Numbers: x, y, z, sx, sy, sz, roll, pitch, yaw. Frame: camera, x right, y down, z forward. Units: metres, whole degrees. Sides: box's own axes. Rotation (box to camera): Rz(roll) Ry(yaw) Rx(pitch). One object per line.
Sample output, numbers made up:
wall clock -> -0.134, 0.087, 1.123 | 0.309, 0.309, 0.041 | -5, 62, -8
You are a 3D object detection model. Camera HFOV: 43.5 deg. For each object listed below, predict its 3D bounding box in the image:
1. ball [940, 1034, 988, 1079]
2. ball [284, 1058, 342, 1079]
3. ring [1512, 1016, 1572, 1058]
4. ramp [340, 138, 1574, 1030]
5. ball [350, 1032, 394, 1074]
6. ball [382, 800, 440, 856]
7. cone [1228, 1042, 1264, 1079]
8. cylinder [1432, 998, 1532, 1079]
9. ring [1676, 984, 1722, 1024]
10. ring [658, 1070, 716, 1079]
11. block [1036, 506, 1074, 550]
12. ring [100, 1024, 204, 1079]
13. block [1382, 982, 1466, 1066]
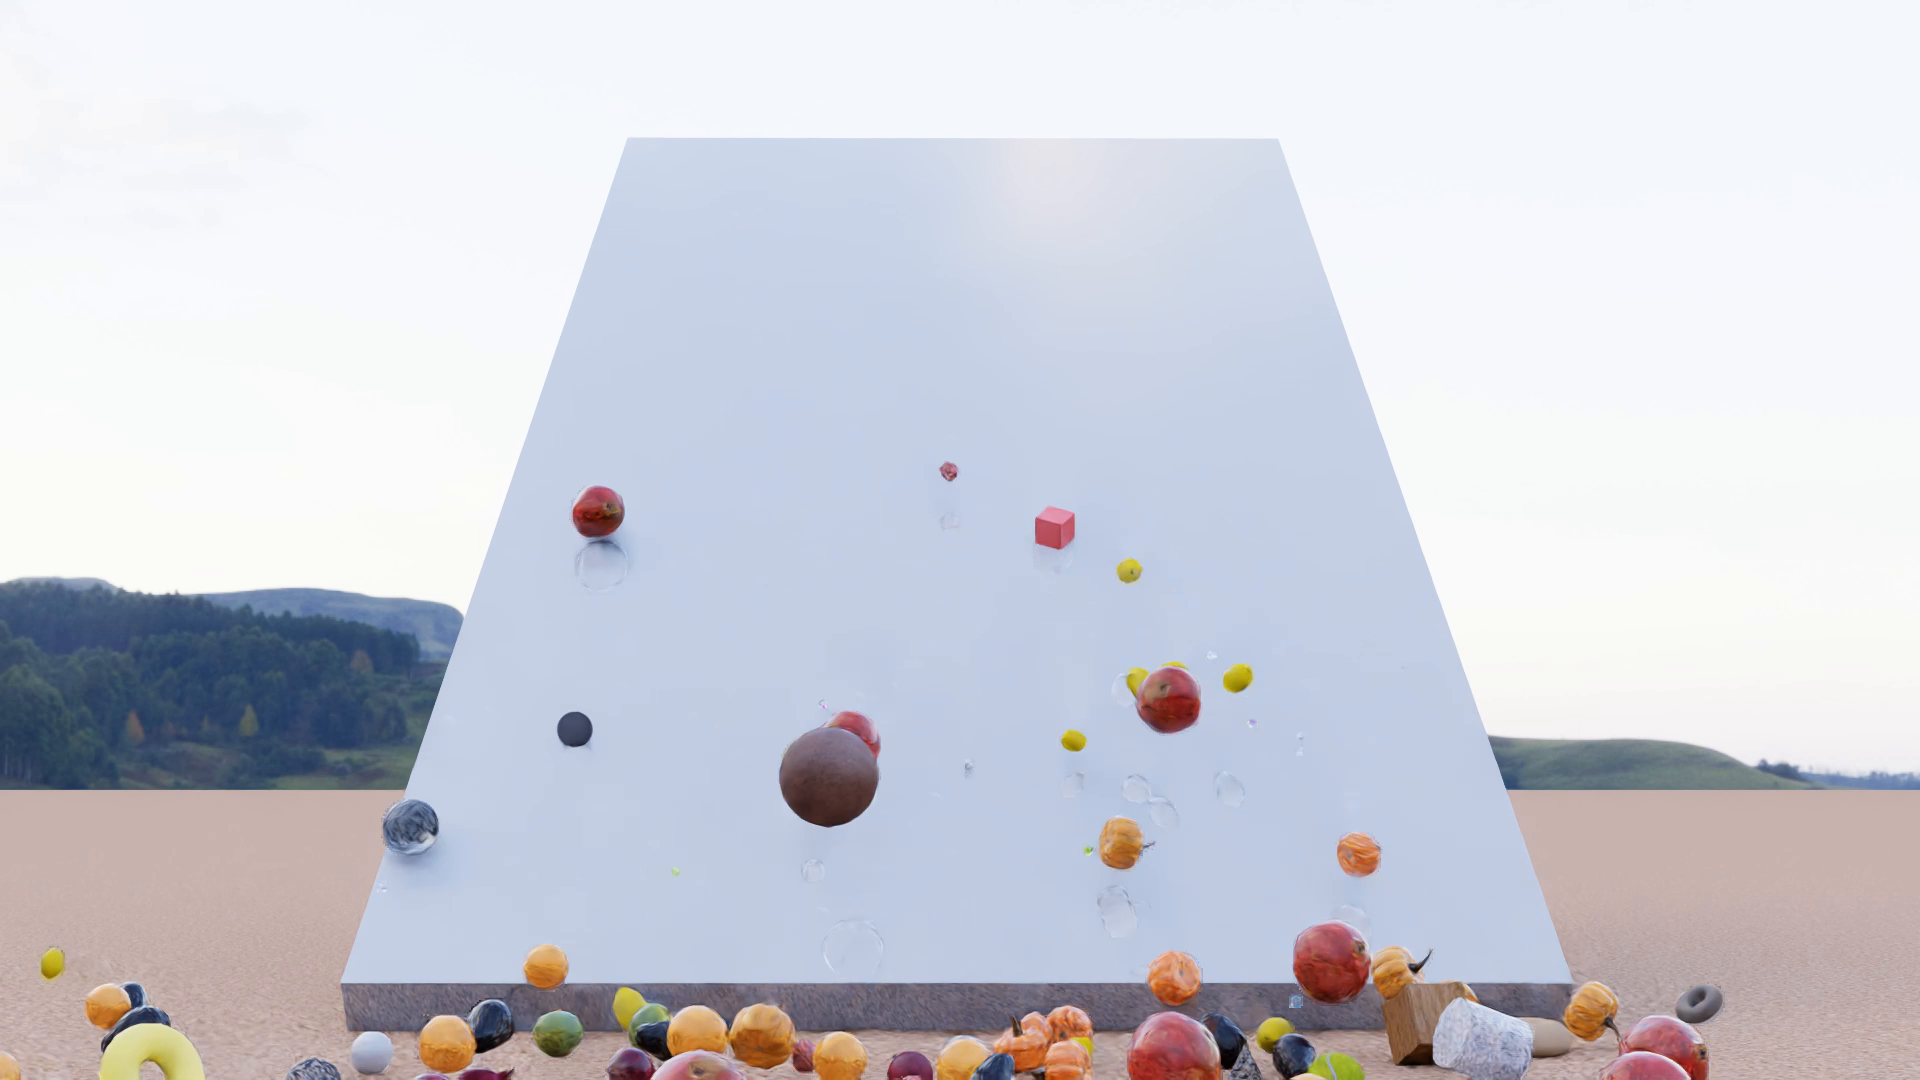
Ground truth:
ball -> 0.006, 0.700, 3.241 | 0.066, 0.066, 0.066 | 0, -6, 0
ball -> -0.788, 0.667, 2.927 | 0.070, 0.070, 0.070 | 0, -6, 0
ring -> 0.842, 0.747, 3.611 | 0.149, 0.050, 0.149 | 1, -5, 0
ramp -> -0.012, -0.215, 5.669 | 2.000, 0.100, 4.000 | 0, 29, 0
ball -> -0.820, 0.715, 3.352 | 0.060, 0.060, 0.060 | 0, -6, 0
ball -> -0.955, 0.500, 4.185 | 0.096, 0.096, 0.096 | 0, -6, 0
cone -> 0.391, 0.713, 3.289 | 0.051, 0.051, 0.051 | 0, -6, 0
cylinder -> 0.690, 0.666, 3.177 | 0.094, 0.094, 0.094 | 22, -10, -11
ring -> 1.135, 0.712, 3.690 | 0.075, 0.025, 0.075 | -33, 15, 10
ring -> -0.359, 0.712, 3.157 | 0.080, 0.027, 0.080 | 0, -5, 0
block -> 0.204, -0.026, 5.166 | 0.062, 0.062, 0.062 | 15, 32, 24
ring -> -0.918, 0.611, 2.736 | 0.042, 0.127, 0.127 | -30, -22, 31
block -> 0.673, 0.695, 3.452 | 0.090, 0.090, 0.090 | 2, -32, -16
